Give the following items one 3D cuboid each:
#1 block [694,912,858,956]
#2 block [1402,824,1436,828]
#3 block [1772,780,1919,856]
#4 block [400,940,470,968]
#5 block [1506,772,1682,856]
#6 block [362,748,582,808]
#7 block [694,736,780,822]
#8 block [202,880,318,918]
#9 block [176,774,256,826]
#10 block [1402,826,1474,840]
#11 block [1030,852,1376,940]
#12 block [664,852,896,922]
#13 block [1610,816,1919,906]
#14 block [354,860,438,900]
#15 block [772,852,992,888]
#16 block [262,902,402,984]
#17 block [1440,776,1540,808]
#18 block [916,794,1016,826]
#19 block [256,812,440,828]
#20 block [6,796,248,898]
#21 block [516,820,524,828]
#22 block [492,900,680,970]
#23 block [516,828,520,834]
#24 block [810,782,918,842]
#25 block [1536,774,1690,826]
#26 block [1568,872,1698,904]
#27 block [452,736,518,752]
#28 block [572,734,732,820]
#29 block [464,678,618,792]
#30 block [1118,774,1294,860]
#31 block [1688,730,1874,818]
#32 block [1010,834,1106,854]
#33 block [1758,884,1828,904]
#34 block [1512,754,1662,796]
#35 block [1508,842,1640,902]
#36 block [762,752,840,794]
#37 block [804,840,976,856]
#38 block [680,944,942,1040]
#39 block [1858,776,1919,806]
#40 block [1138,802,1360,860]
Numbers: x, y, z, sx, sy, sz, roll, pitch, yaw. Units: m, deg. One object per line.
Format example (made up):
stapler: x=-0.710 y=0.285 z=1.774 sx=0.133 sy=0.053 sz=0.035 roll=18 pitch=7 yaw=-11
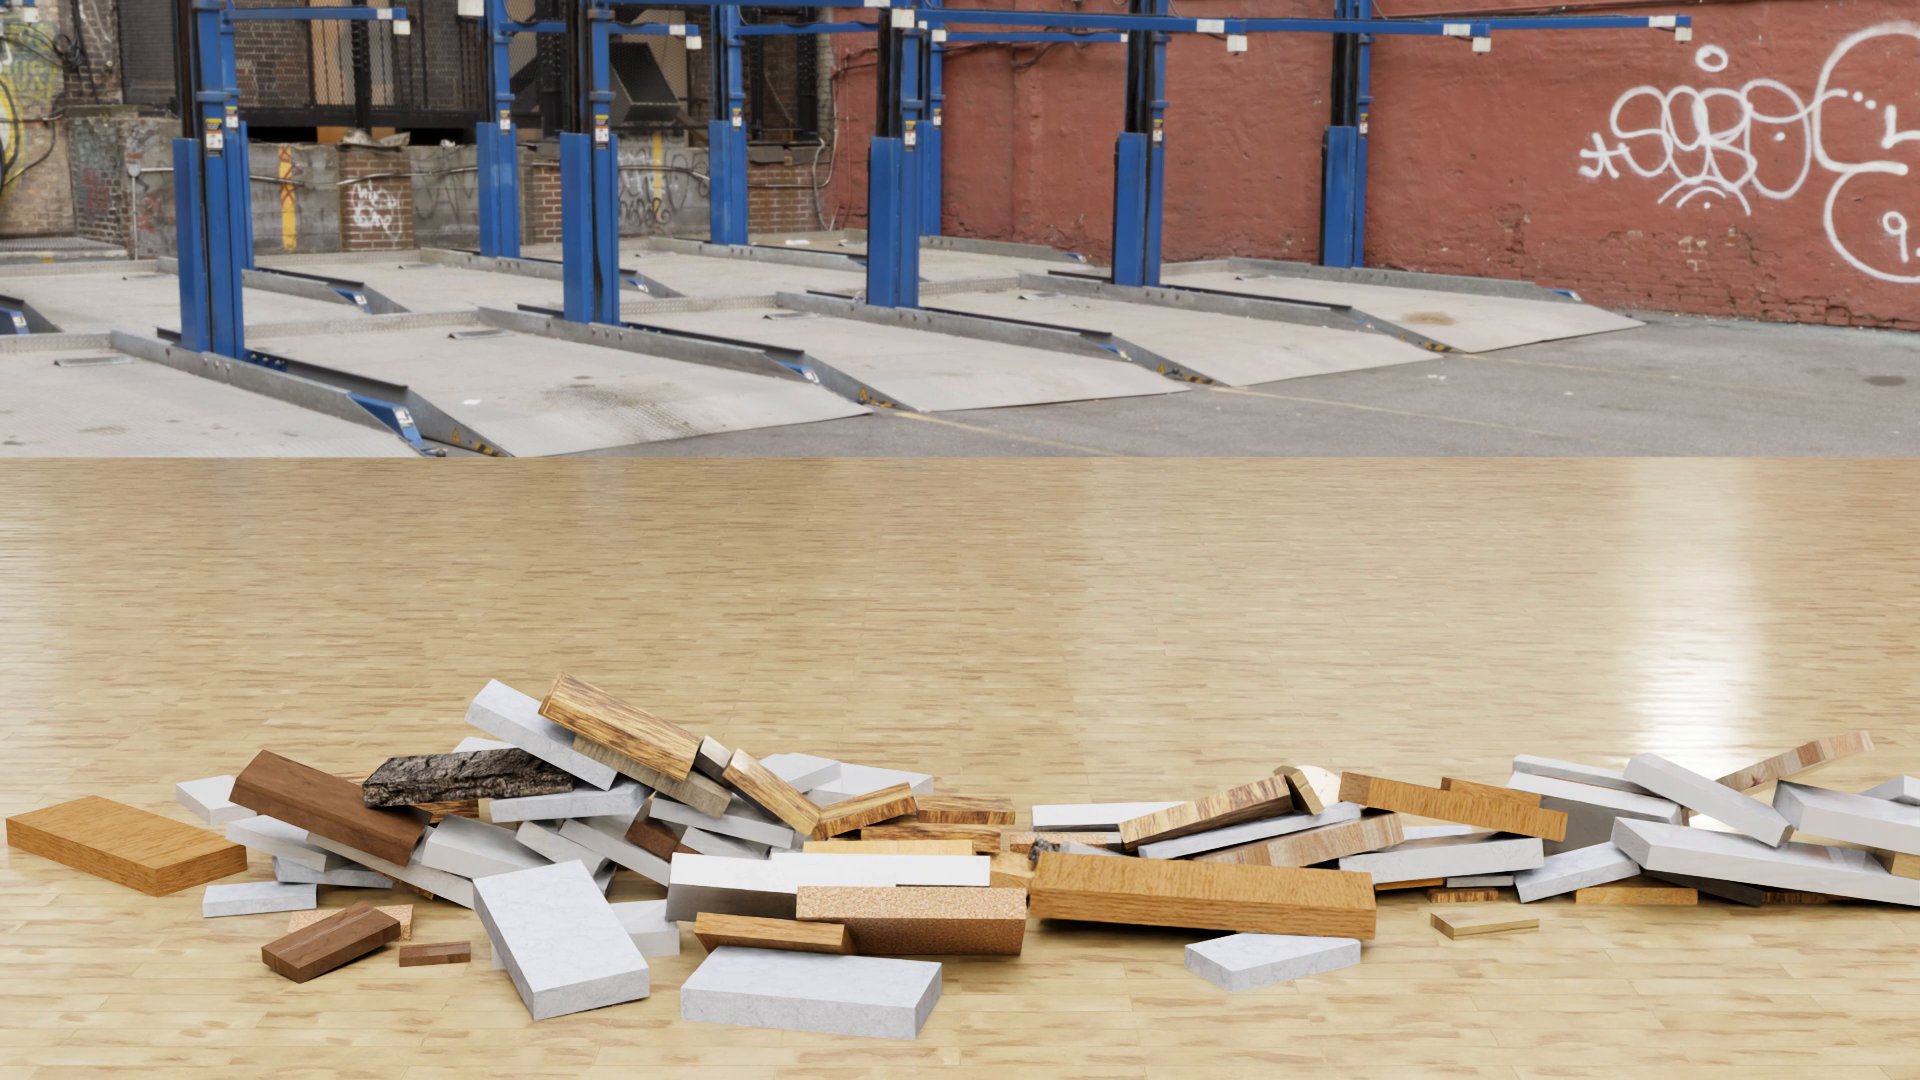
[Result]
block: x=-0.275 y=0.603 z=3.302 sx=0.225 sy=0.032 sz=0.113 roll=3 pitch=-29 yaw=11
block: x=0.785 y=0.531 z=3.928 sx=0.151 sy=0.021 sz=0.076 roll=-1 pitch=11 yaw=-5
block: x=1.534 y=0.471 z=3.637 sx=0.327 sy=0.046 sz=0.163 roll=11 pitch=9 yaw=4
block: x=-0.807 y=0.636 z=3.380 sx=0.105 sy=0.015 sz=0.053 roll=-2 pitch=11 yaw=-12
block: x=1.097 y=0.492 z=3.790 sx=0.291 sy=0.145 sz=0.041 roll=8 pitch=41 yaw=36
block: x=-0.795 y=0.387 z=3.636 sx=0.345 sy=0.040 sz=0.142 roll=-5 pitch=12 yaw=5
block: x=-0.361 y=0.393 z=3.626 sx=0.172 sy=0.024 sz=0.086 roll=37 pitch=11 yaw=-7
block: x=-1.148 y=0.587 z=3.613 sx=0.176 sy=0.025 sz=0.088 roll=-3 pitch=10 yaw=-14
block: x=-1.393 y=0.488 z=4.139 sx=0.103 sy=0.029 sz=0.205 roll=-8 pitch=13 yaw=-35
block: x=0.829 y=0.533 z=3.857 sx=0.151 sy=0.021 sz=0.076 roll=-1 pitch=28 yaw=-5
block: x=0.384 y=0.560 z=3.478 sx=0.531 sy=0.049 sz=0.172 roll=3 pitch=11 yaw=7
block: x=-0.279 y=0.548 z=3.387 sx=0.339 sy=0.048 sz=0.170 roll=6 pitch=-29 yaw=-7
block: x=1.361 y=0.533 z=3.615 sx=0.550 sy=0.041 sz=0.145 roll=8 pitch=10 yaw=-7
block: x=-0.940 y=0.539 z=3.677 sx=0.176 sy=0.025 sz=0.088 roll=25 pitch=11 yaw=4
block: x=-0.121 y=0.551 z=3.483 sx=0.339 sy=0.048 sz=0.170 roll=0 pitch=-29 yaw=3
block: x=-0.963 y=0.616 z=3.371 sx=0.093 sy=0.026 sz=0.186 roll=17 pitch=25 yaw=35
block: x=0.897 y=0.426 z=3.720 sx=0.151 sy=0.021 sz=0.076 roll=10 pitch=-4 yaw=1
block: x=0.008 y=0.453 z=3.698 sx=0.161 sy=0.023 sz=0.081 roll=2 pitch=12 yaw=-6
block: x=-1.101 y=0.493 z=4.058 sx=0.347 sy=0.049 sz=0.174 roll=-1 pitch=11 yaw=-7
block: x=-1.462 y=0.531 z=3.849 sx=0.459 sy=0.049 sz=0.174 roll=8 pitch=13 yaw=36
block: x=-0.593 y=0.517 z=3.928 sx=0.347 sy=0.049 sz=0.174 roll=3 pitch=11 yaw=18
block: x=-0.587 y=0.614 z=3.431 sx=0.283 sy=0.040 sz=0.142 roll=-2 pitch=11 yaw=-12
block: x=-0.679 y=0.503 z=3.647 sx=0.105 sy=0.015 sz=0.053 roll=31 pitch=13 yaw=9
block: x=-0.164 y=0.451 z=3.658 sx=0.179 sy=0.024 sz=0.086 roll=-17 pitch=12 yaw=-3
block: x=1.132 y=0.492 z=3.827 sx=0.267 sy=0.134 sz=0.038 roll=8 pitch=42 yaw=36
block: x=1.114 y=0.576 z=3.666 sx=0.198 sy=0.028 sz=0.099 roll=0 pitch=11 yaw=1
block: x=-0.745 y=0.430 z=3.973 sx=0.348 sy=0.049 sz=0.174 roll=10 pitch=11 yaw=1
block: x=-0.497 y=0.362 z=3.598 sx=0.266 sy=0.036 sz=0.128 roll=27 pitch=12 yaw=-6
block: x=-0.670 y=0.317 z=3.586 sx=0.256 sy=0.036 sz=0.128 roll=27 pitch=12 yaw=-4
block: x=0.419 y=0.480 z=3.719 sx=0.288 sy=0.038 sz=0.134 roll=-17 pitch=-32 yaw=3
block: x=1.366 y=0.424 z=3.829 sx=0.121 sy=0.034 sz=0.468 roll=-6 pitch=-19 yaw=-29
block: x=0.165 y=0.537 z=3.727 sx=0.161 sy=0.081 sz=0.023 roll=0 pitch=35 yaw=1
block: x=1.374 y=0.584 z=3.654 sx=0.115 sy=0.016 sz=0.058 roll=1 pitch=11 yaw=3
block: x=1.119 y=0.473 z=3.927 sx=0.267 sy=0.134 sz=0.038 roll=8 pitch=18 yaw=36
block: x=1.017 y=0.549 z=3.653 sx=0.198 sy=0.028 sz=0.099 roll=-15 pitch=10 yaw=6
block: x=-0.384 y=0.458 z=4.022 sx=0.112 sy=0.032 sz=0.400 roll=7 pitch=13 yaw=34
block: x=-0.107 y=0.524 z=3.522 sx=0.268 sy=0.038 sz=0.134 roll=-1 pitch=-29 yaw=6
block: x=-0.213 y=0.654 z=3.190 sx=0.344 sy=0.049 sz=0.172 roll=2 pitch=11 yaw=12
block: x=1.605 y=0.470 z=3.799 sx=0.121 sy=0.034 sz=0.241 roll=17 pitch=-25 yaw=-9
block: x=0.481 y=0.486 z=3.665 sx=0.366 sy=0.021 sz=0.076 roll=-11 pitch=-2 yaw=-7
